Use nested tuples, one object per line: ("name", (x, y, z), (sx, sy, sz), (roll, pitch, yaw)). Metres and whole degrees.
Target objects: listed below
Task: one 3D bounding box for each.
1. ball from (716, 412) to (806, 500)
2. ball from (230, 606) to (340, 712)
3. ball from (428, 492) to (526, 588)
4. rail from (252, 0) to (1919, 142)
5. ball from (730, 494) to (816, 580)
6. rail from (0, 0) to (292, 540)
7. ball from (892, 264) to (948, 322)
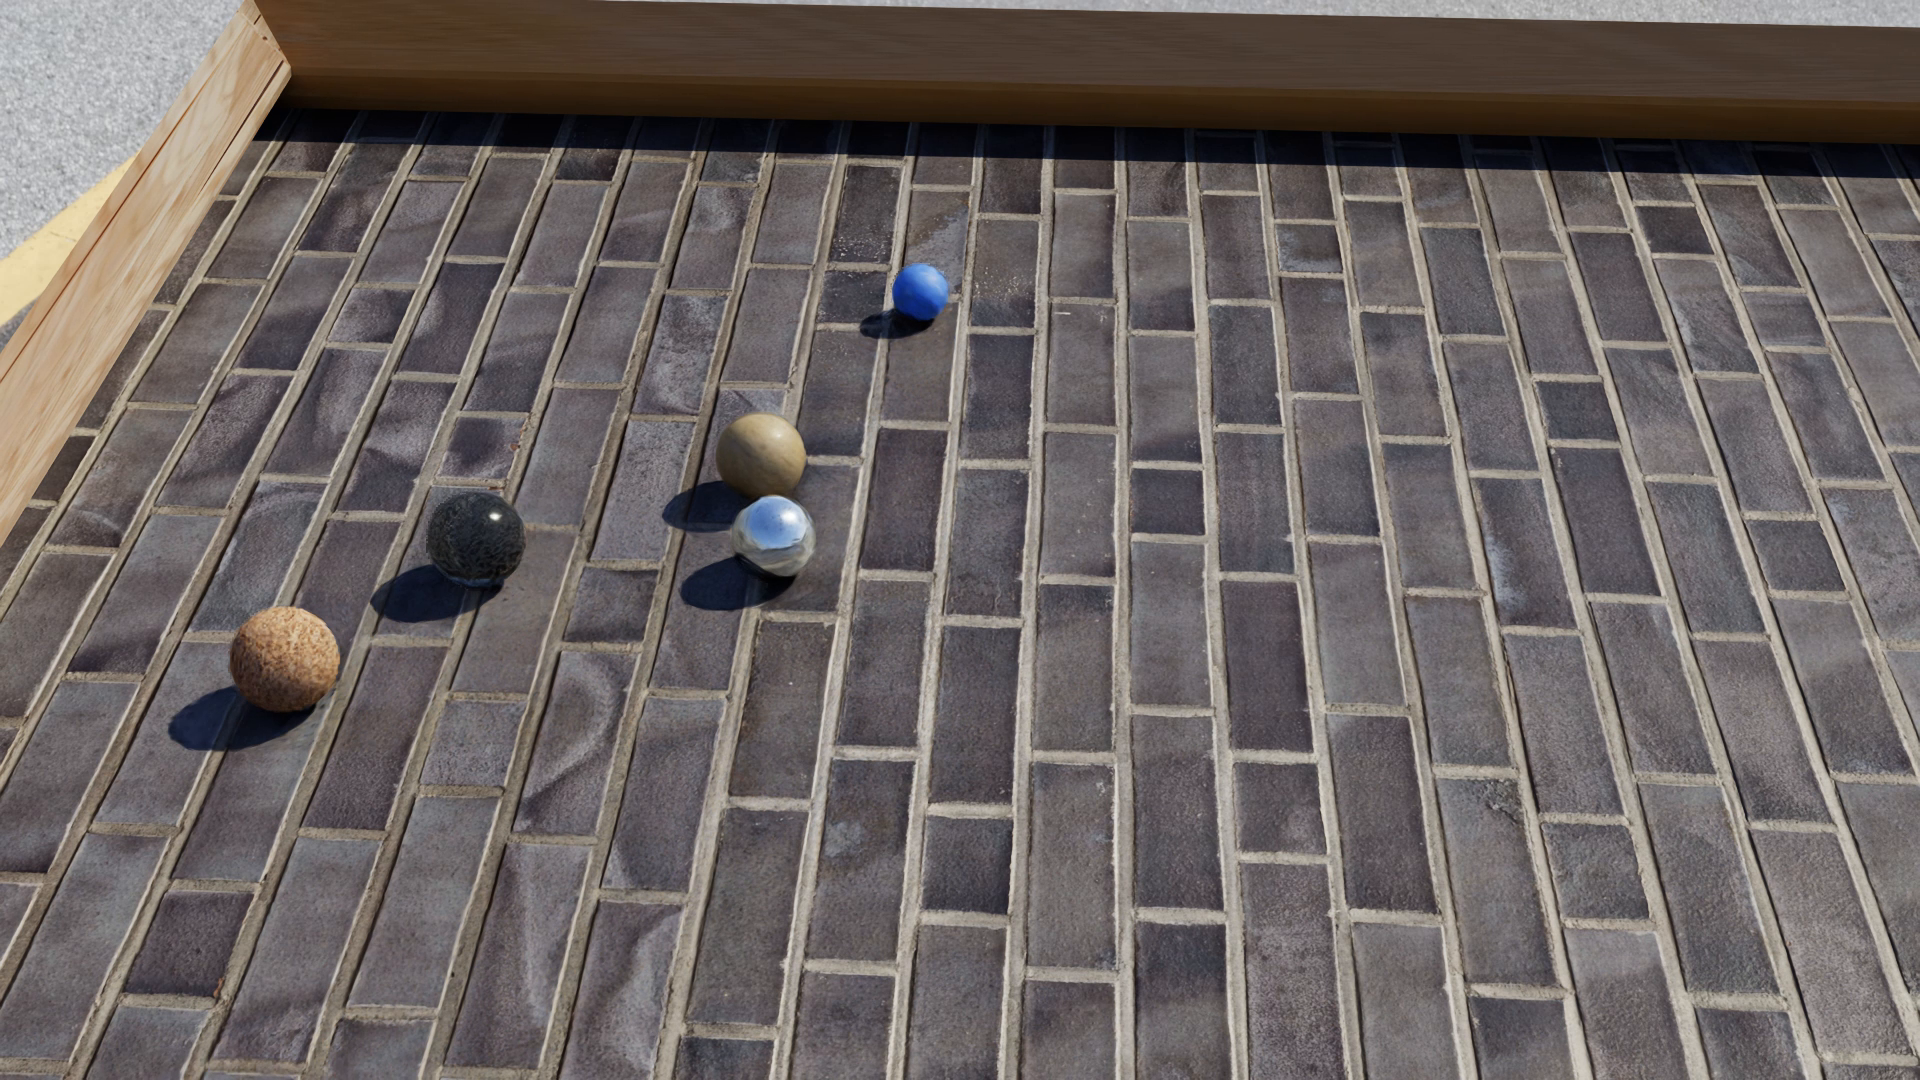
("ball", (-0.151, -0.063, 1.948), (0.068, 0.068, 0.068), (0, 35, 0))
("ball", (-0.458, 0.081, 1.740), (0.072, 0.072, 0.072), (0, 35, 0))
("ball", (-0.350, 0.000, 1.857), (0.070, 0.070, 0.070), (0, 35, 0))
("rail", (0.757, -0.420, 2.412), (2.884, 0.118, 0.045), (2, 35, 2))
("ball", (-0.135, -0.002, 1.866), (0.063, 0.063, 0.063), (0, 35, 0))
("rail", (-0.696, -0.043, 1.875), (0.045, 0.118, 1.504), (2, 35, 2))
("ball", (-0.034, -0.209, 2.174), (0.048, 0.048, 0.048), (0, 35, 0))
